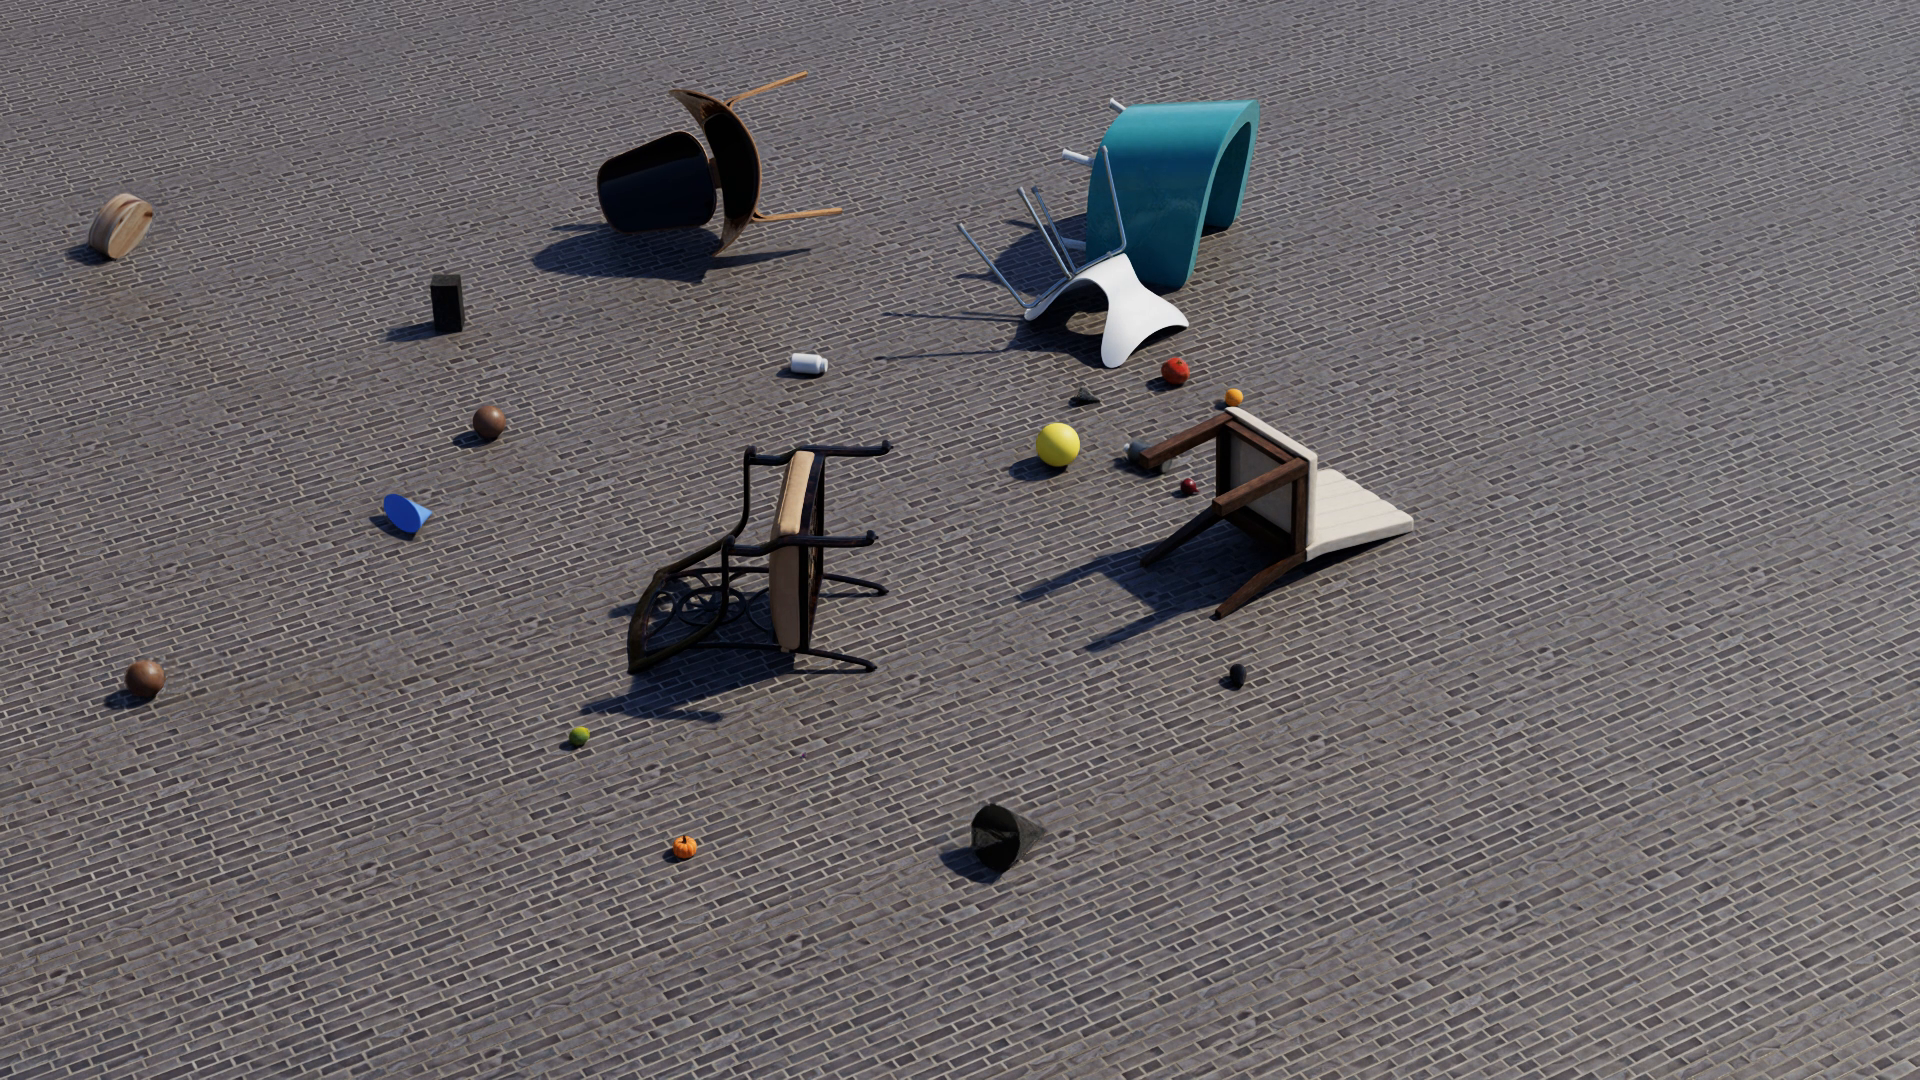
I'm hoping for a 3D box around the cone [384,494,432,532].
[{"bbox_3d":[-2.044,-0.103,11.050,0.237,0.119,0.145,31,22,36],"label":"cone"}]

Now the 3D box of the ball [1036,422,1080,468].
[{"bbox_3d":[0.379,-0.368,11.347,0.171,0.171,0.171,0,33,0],"label":"ball"}]

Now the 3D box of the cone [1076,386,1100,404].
[{"bbox_3d":[0.524,-0.569,11.782,0.097,0.061,0.087,16,31,-7],"label":"cone"}]

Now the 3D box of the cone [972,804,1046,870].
[{"bbox_3d":[0.198,0.943,9.426,0.249,0.206,0.213,-2,26,-47],"label":"cone"}]

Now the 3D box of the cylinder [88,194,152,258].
[{"bbox_3d":[-3.677,-1.376,12.844,0.136,0.162,0.294,23,72,31],"label":"cylinder"}]

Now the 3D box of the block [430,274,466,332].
[{"bbox_3d":[-2.140,-0.990,12.249,0.113,0.218,0.100,0,33,-1],"label":"block"}]
